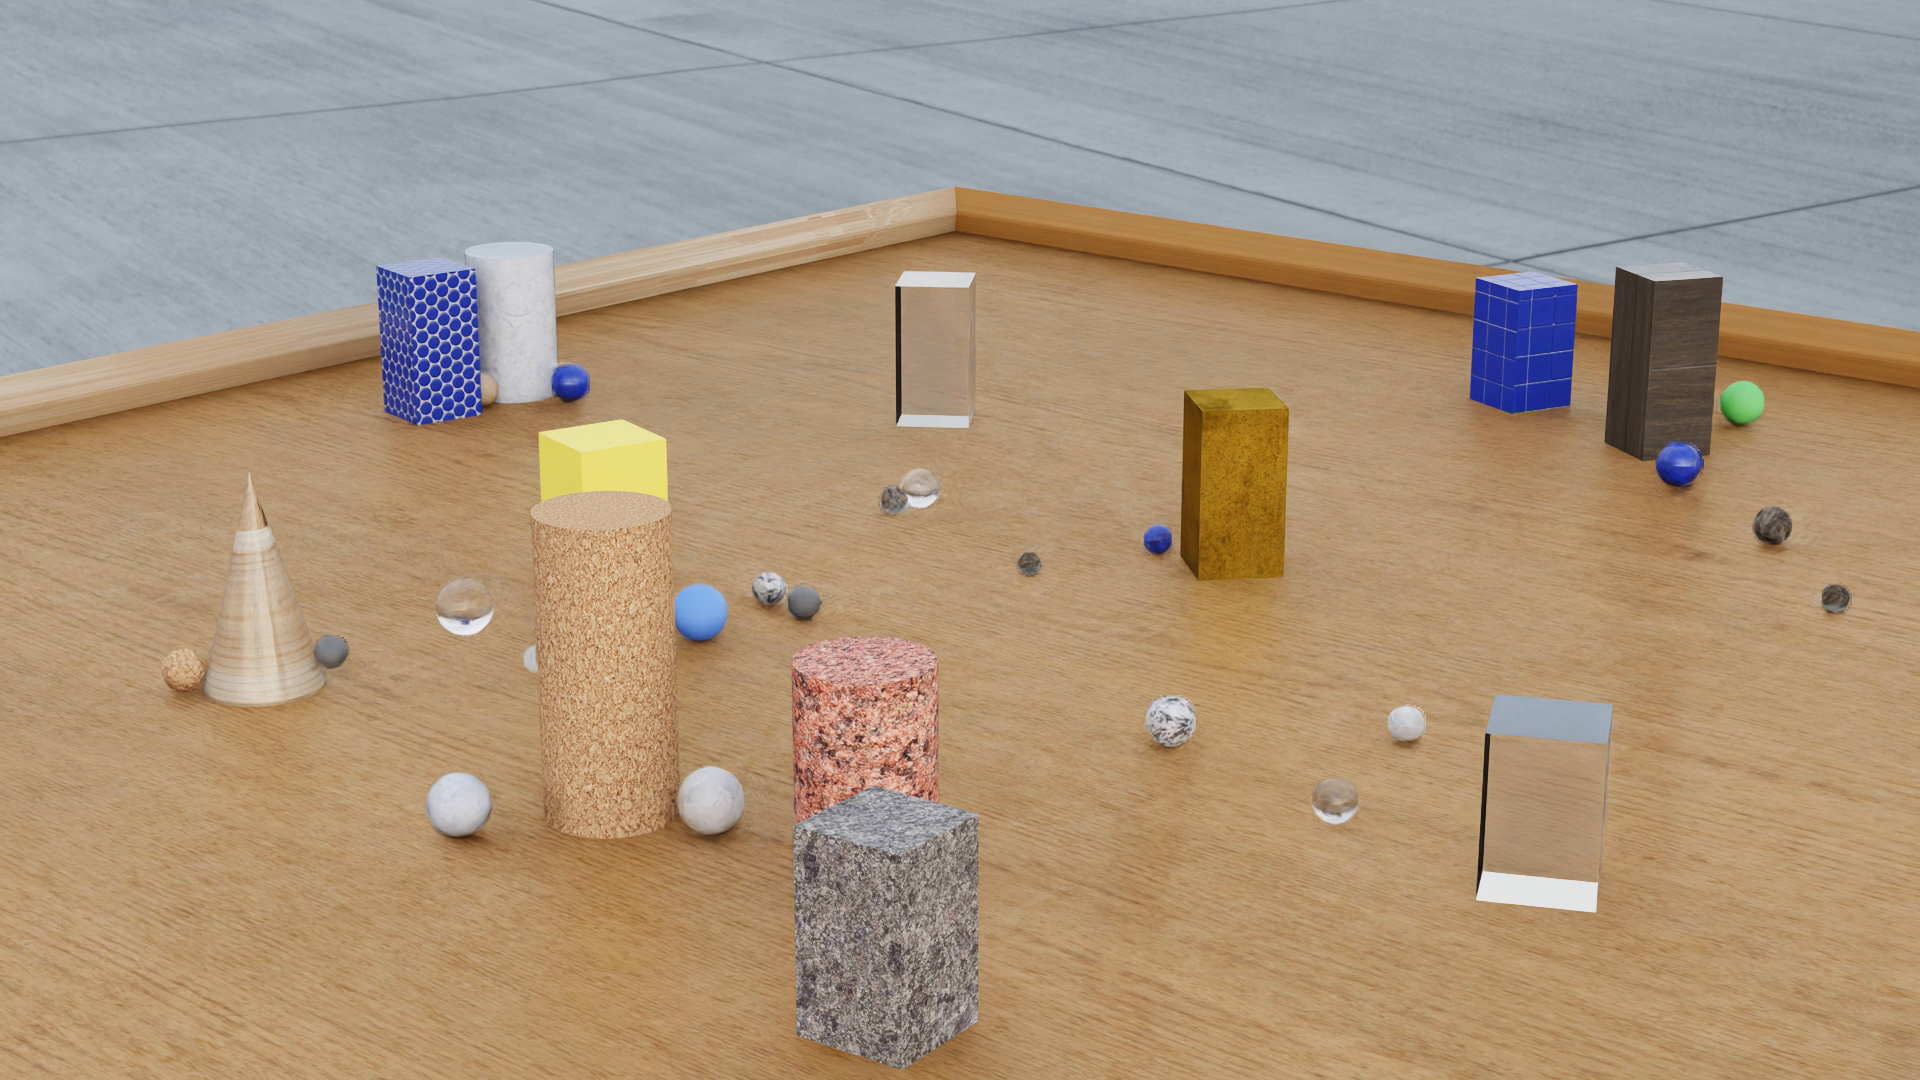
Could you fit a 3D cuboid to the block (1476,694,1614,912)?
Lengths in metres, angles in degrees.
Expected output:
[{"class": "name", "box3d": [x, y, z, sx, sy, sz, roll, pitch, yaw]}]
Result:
[{"class": "block", "box3d": [0.776, 0.347, 3.889, 0.155, 0.235, 0.155, 4, 17, 14]}]

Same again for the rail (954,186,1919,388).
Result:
[{"class": "rail", "box3d": [1.652, -0.518, 6.942, 4.456, 0.126, 0.045, 14, 22, 39]}]

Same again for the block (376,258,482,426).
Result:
[{"class": "block", "box3d": [-1.143, -0.430, 6.315, 0.155, 0.321, 0.155, -12, 21, -35]}]

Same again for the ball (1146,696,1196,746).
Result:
[{"class": "ball", "box3d": [0.317, 0.273, 4.410, 0.077, 0.077, 0.077, 0, 17, 0]}]

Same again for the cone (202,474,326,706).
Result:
[{"class": "cone", "box3d": [-1.108, 0.063, 4.623, 0.194, 0.355, 0.194, 0, 17, 0]}]

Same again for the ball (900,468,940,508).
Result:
[{"class": "ball", "box3d": [-0.077, -0.099, 5.644, 0.076, 0.076, 0.076, 0, 17, 0]}]

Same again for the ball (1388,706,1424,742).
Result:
[{"class": "ball", "box3d": [0.674, 0.278, 4.431, 0.055, 0.055, 0.055, 0, 17, 0]}]

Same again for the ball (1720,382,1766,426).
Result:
[{"class": "ball", "box3d": [1.668, -0.291, 6.252, 0.093, 0.093, 0.093, 0, 17, 0]}]

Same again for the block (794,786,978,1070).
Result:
[{"class": "block", "box3d": [-0.086, 0.456, 3.470, 0.155, 0.269, 0.155, 11, 20, 33]}]

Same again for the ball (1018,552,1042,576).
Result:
[{"class": "ball", "box3d": [0.125, 0.042, 5.234, 0.042, 0.042, 0.042, 0, 17, 0]}]

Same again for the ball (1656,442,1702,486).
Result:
[{"class": "ball", "box3d": [1.419, -0.150, 5.792, 0.087, 0.087, 0.087, 0, 17, 0]}]

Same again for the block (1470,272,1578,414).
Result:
[{"class": "block", "box3d": [1.231, -0.433, 6.410, 0.155, 0.272, 0.155, -8, 19, -26]}]

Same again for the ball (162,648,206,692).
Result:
[{"class": "ball", "box3d": [-1.229, 0.206, 4.643, 0.068, 0.068, 0.068, 0, 17, 0]}]

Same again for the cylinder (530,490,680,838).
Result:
[{"class": "cylinder", "box3d": [-0.494, 0.173, 4.101, 0.194, 0.447, 0.194, 0, 17, 0]}]

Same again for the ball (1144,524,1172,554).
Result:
[{"class": "ball", "box3d": [0.362, -0.001, 5.357, 0.054, 0.054, 0.054, 0, 17, 0]}]

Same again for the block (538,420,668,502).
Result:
[{"class": "block", "box3d": [-0.590, -0.008, 4.880, 0.155, 0.342, 0.155, -11, 20, -32]}]

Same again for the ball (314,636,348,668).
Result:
[{"class": "ball", "box3d": [-0.999, 0.178, 4.660, 0.051, 0.051, 0.051, 0, 17, 0]}]

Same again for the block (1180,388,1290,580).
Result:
[{"class": "block", "box3d": [0.490, -0.101, 5.246, 0.155, 0.310, 0.155, -2, 17, -7]}]

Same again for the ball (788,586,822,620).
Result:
[{"class": "ball", "box3d": [-0.265, 0.106, 4.994, 0.058, 0.058, 0.058, 0, 17, 0]}]

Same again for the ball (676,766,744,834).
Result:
[{"class": "ball", "box3d": [-0.347, 0.363, 4.080, 0.094, 0.094, 0.094, 0, 17, 0]}]

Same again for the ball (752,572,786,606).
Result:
[{"class": "ball", "box3d": [-0.330, 0.084, 5.070, 0.058, 0.058, 0.058, 0, 17, 0]}]

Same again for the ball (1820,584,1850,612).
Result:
[{"class": "ball", "box3d": [1.502, 0.100, 5.032, 0.048, 0.048, 0.048, 0, 17, 0]}]

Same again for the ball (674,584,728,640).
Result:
[{"class": "ball", "box3d": [-0.434, 0.120, 4.886, 0.095, 0.095, 0.095, 0, 17, 0]}]

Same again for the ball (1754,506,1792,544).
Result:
[{"class": "ball", "box3d": [1.502, -0.027, 5.417, 0.069, 0.069, 0.069, 0, 17, 0]}]

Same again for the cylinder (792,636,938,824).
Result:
[{"class": "cylinder", "box3d": [-0.126, 0.303, 3.918, 0.194, 0.303, 0.194, 0, 17, 0]}]

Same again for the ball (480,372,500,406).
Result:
[{"class": "ball", "box3d": [-1.044, -0.328, 6.408, 0.074, 0.074, 0.074, 0, 17, 0]}]

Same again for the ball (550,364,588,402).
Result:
[{"class": "ball", "box3d": [-0.859, -0.347, 6.454, 0.082, 0.082, 0.082, 0, 17, 0]}]

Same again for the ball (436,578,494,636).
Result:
[{"class": "ball", "box3d": [-0.829, 0.112, 4.908, 0.097, 0.097, 0.097, 0, 17, 0]}]

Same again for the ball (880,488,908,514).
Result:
[{"class": "ball", "box3d": [-0.126, -0.075, 5.606, 0.052, 0.052, 0.052, 0, 17, 0]}]

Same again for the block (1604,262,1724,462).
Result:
[{"class": "block", "box3d": [1.443, -0.368, 6.019, 0.155, 0.373, 0.155, -5, 18, -17]}]

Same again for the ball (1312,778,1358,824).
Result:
[{"class": "ball", "box3d": [0.527, 0.367, 4.119, 0.064, 0.064, 0.064, 0, 17, 0]}]

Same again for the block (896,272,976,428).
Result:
[{"class": "block", "box3d": [-0.051, -0.408, 6.274, 0.155, 0.304, 0.155, 2, 17, 5]}]

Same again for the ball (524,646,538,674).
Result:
[{"class": "ball", "box3d": [-0.679, 0.193, 4.725, 0.048, 0.048, 0.048, 0, 17, 0]}]

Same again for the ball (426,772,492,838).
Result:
[{"class": "ball", "box3d": [-0.695, 0.368, 4.072, 0.090, 0.090, 0.090, 0, 17, 0]}]

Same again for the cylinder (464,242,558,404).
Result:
[{"class": "cylinder", "box3d": [-0.991, -0.483, 6.489, 0.194, 0.322, 0.194, 0, 17, 0]}]

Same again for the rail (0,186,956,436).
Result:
[{"class": "rail", "box3d": [-1.665, -0.386, 6.504, 0.045, 0.126, 5.087, 14, 22, 39]}]
